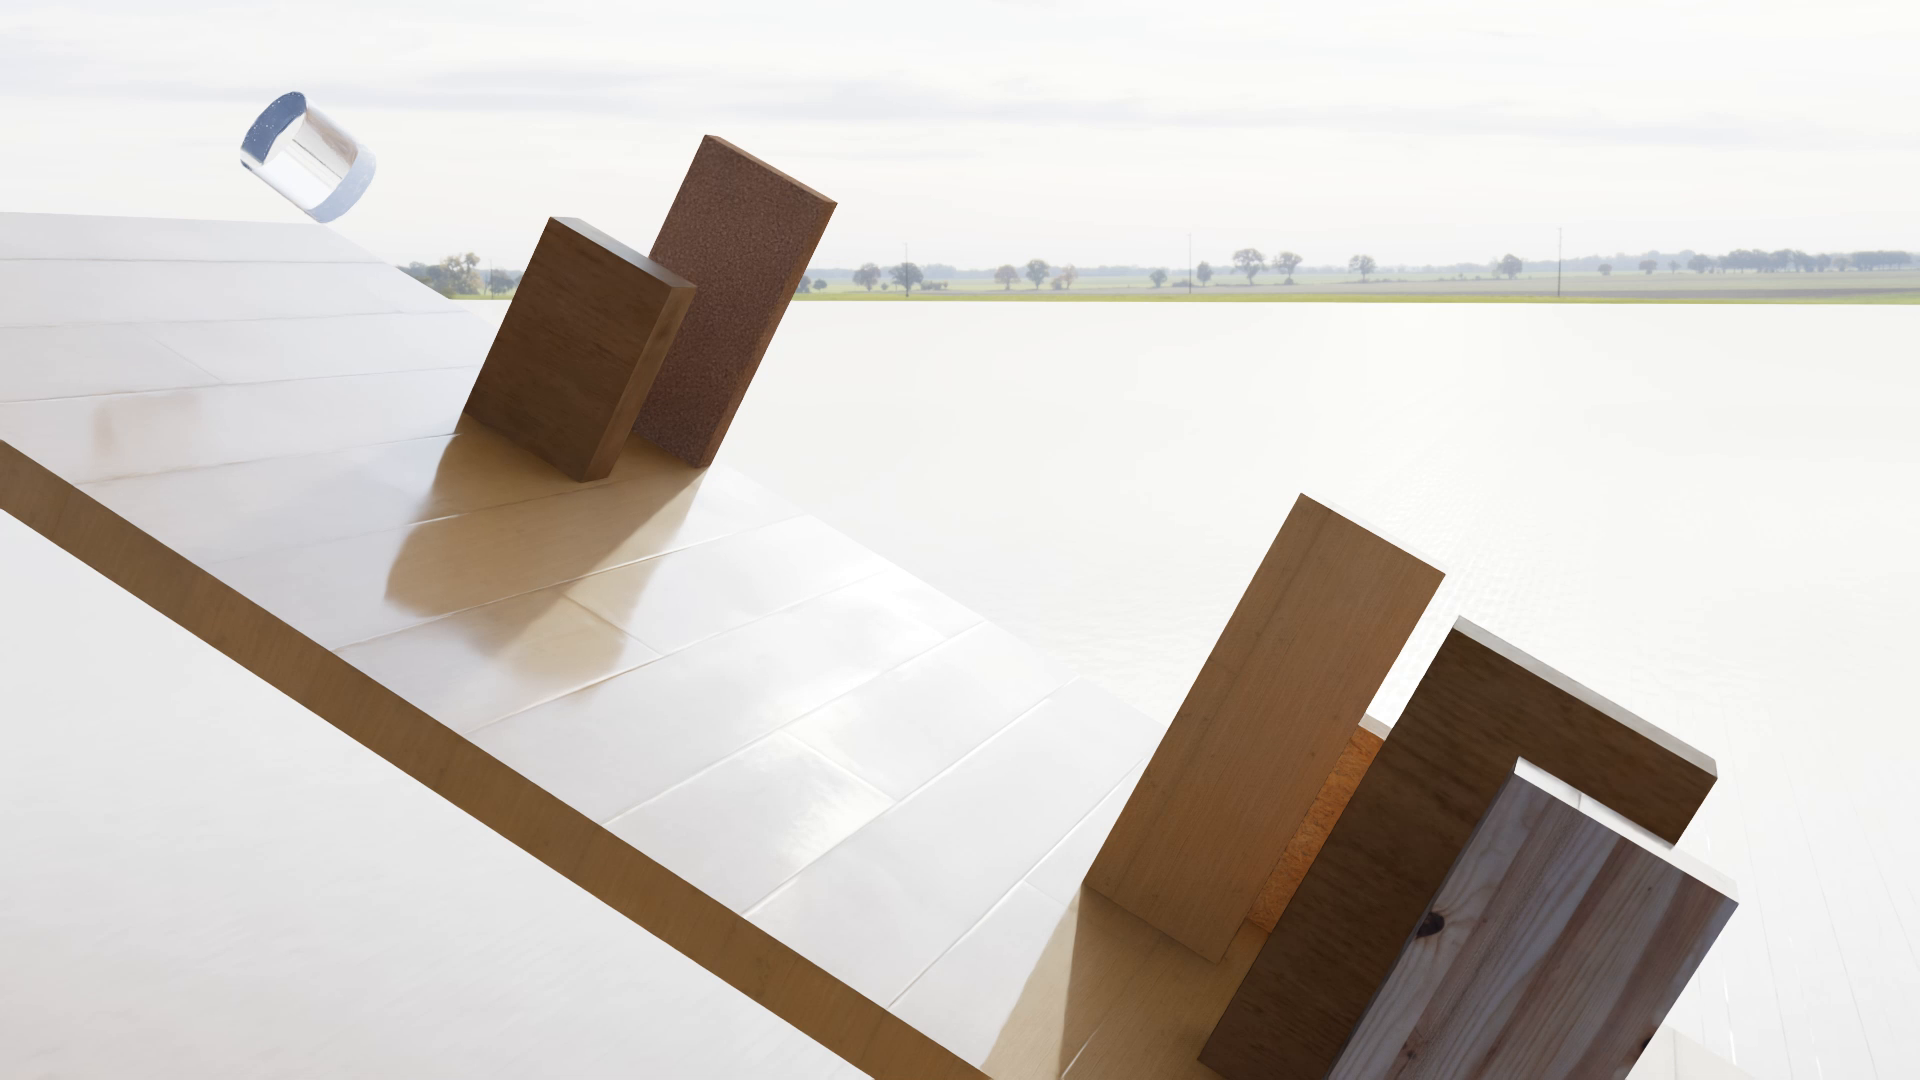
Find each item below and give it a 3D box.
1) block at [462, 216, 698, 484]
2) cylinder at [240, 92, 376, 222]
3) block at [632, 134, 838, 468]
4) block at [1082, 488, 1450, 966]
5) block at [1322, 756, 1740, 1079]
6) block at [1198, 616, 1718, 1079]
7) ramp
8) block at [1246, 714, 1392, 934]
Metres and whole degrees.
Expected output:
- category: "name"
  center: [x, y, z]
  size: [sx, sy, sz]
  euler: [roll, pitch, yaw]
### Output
- category: "block"
  center: [-0.800, -0.401, 4.624]
  size: [0.310, 0.460, 0.129]
  euler: [30, 14, 12]
- category: "cylinder"
  center: [-1.369, -0.804, 4.624]
  size: [0.196, 0.196, 0.196]
  euler: [6, -24, 40]
- category: "block"
  center: [-0.582, -0.547, 5.076]
  size: [0.330, 0.689, 0.082]
  euler: [30, 14, 12]
- category: "block"
  center: [0.522, 0.325, 3.800]
  size: [0.276, 0.796, 0.082]
  euler: [30, 14, 12]
- category: "block"
  center: [0.715, 0.693, 2.989]
  size: [0.323, 0.729, 0.109]
  euler: [30, 14, 12]
- category: "block"
  center: [0.748, 0.569, 3.355]
  size: [0.429, 0.794, 0.130]
  euler: [30, 14, 12]
- category: "ramp"
  center: [-0.218, 0.363, 4.146]
  size: [4.000, 0.100, 2.000]
  euler: [30, 14, 12]
- category: "block"
  center: [0.721, 0.558, 4.098]
  size: [0.340, 0.429, 0.117]
  euler: [30, 14, 12]
